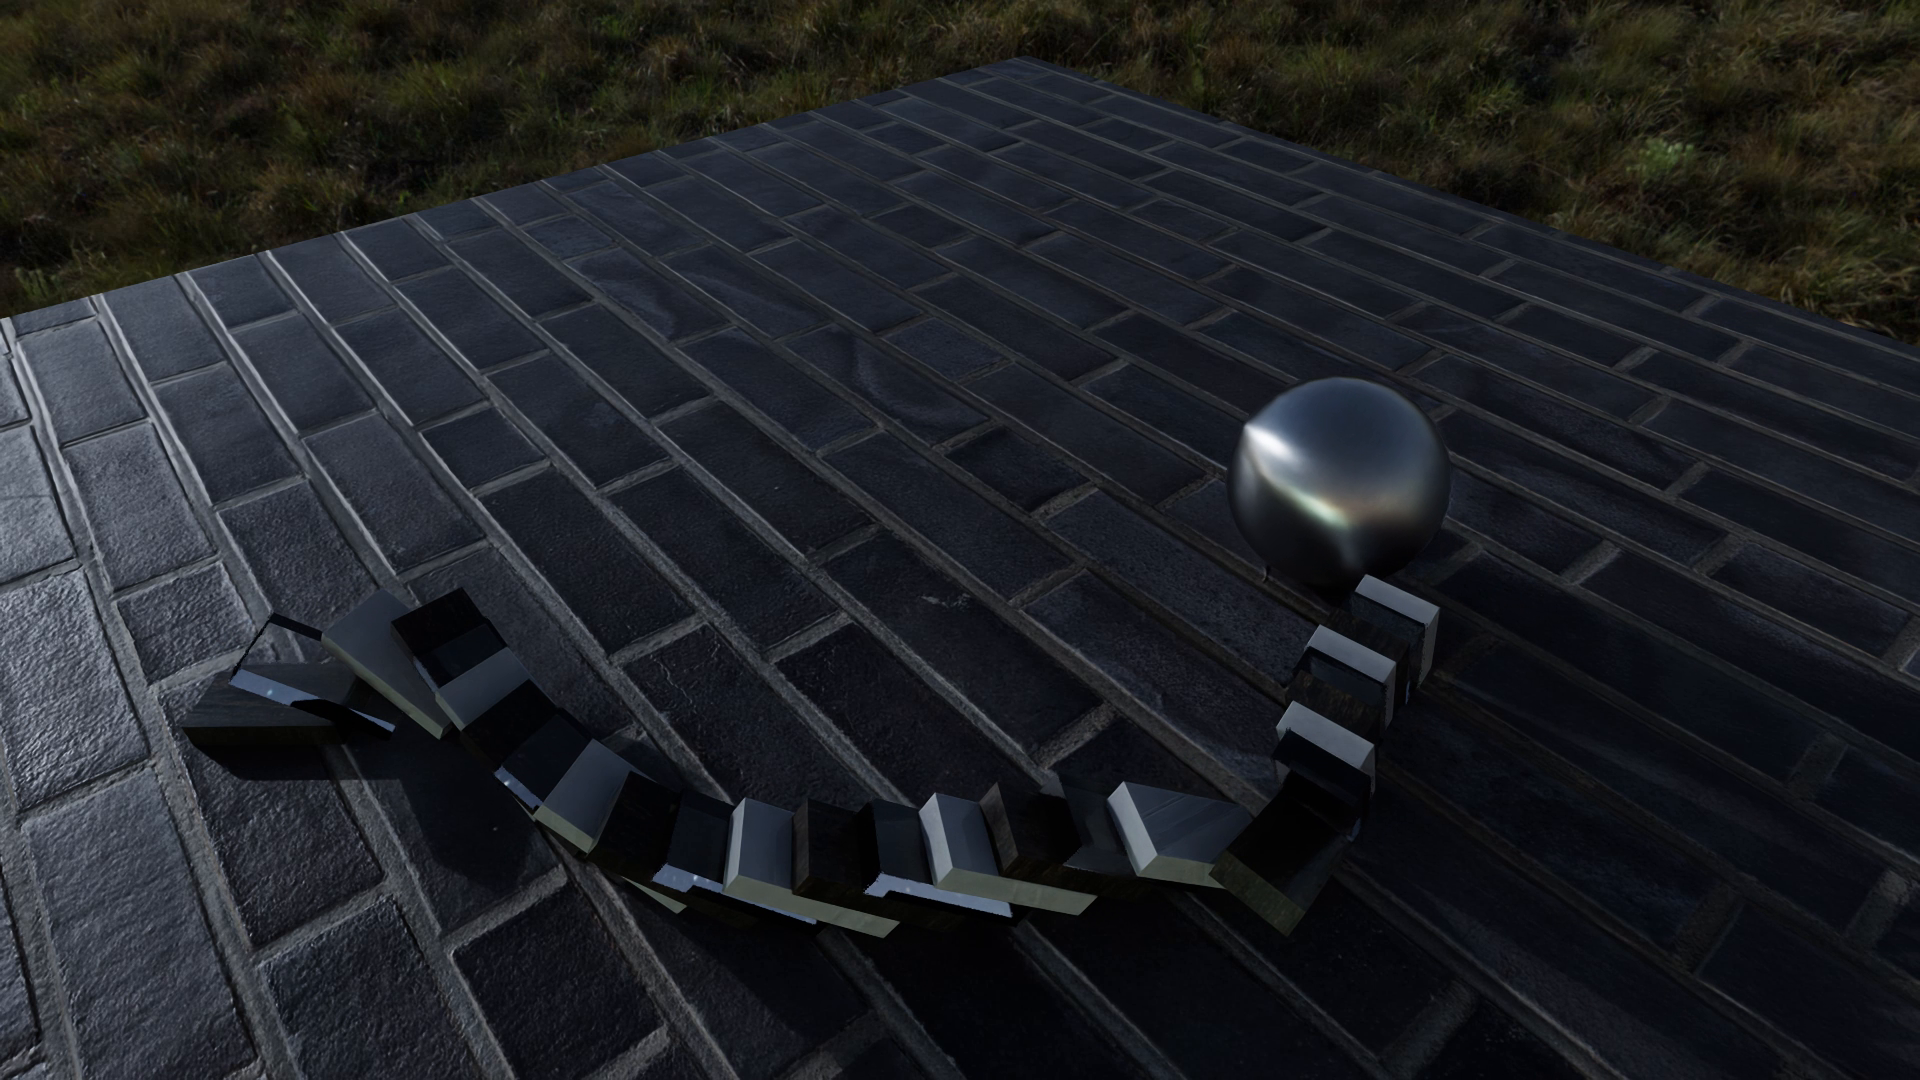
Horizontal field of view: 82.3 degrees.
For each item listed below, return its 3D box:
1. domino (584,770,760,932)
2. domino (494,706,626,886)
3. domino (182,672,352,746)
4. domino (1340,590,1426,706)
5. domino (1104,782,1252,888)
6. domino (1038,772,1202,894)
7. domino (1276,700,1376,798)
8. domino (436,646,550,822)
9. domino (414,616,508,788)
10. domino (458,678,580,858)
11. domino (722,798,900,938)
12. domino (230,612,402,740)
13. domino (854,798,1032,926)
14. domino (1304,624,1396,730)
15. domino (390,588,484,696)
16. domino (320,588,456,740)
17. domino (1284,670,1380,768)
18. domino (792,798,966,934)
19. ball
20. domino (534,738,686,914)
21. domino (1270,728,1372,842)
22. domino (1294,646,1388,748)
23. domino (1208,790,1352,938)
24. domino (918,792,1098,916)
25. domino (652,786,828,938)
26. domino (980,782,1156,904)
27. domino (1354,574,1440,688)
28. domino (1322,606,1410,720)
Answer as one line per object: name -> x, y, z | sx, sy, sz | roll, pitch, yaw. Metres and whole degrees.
domino -> -0.078, 0.089, 0.314 | 0.050, 0.009, 0.025 | 31, 38, -16
domino -> -0.111, 0.077, 0.330 | 0.050, 0.010, 0.025 | 43, 47, -2
domino -> -0.231, 0.057, 0.374 | 0.050, 0.009, 0.025 | 0, 39, -1
domino -> 0.140, 0.037, 0.368 | 0.025, 0.050, 0.009 | 29, 74, 31
domino -> 0.068, 0.086, 0.318 | 0.050, 0.009, 0.025 | 18, 31, -31
domino -> 0.048, 0.085, 0.319 | 0.050, 0.010, 0.025 | 20, 31, -28
domino -> 0.111, 0.066, 0.332 | 0.025, 0.050, 0.009 | 29, 77, 31
domino -> -0.140, 0.061, 0.349 | 0.050, 0.009, 0.025 | 49, 53, 5
domino -> -0.153, 0.052, 0.359 | 0.025, 0.010, 0.050 | -33, 81, -36
domino -> -0.126, 0.070, 0.338 | 0.050, 0.009, 0.025 | 45, 50, 1
domino -> -0.041, 0.093, 0.310 | 0.050, 0.010, 0.025 | 25, 33, -23
domino -> -0.210, 0.046, 0.367 | 0.050, 0.010, 0.025 | 27, 34, -21
domino -> -0.005, 0.091, 0.312 | 0.050, 0.009, 0.025 | 22, 31, -27
domino -> 0.126, 0.047, 0.355 | 0.025, 0.050, 0.010 | 29, 75, 31
domino -> -0.166, 0.043, 0.370 | 0.025, 0.009, 0.050 | -33, 81, -38
domino -> -0.186, 0.042, 0.373 | 0.050, 0.010, 0.025 | 39, 46, -3
domino -> 0.116, 0.059, 0.340 | 0.025, 0.050, 0.009 | 29, 75, 31
domino -> -0.023, 0.092, 0.310 | 0.050, 0.010, 0.025 | 24, 32, -25
ball -> 0.142, -0.022, 0.415 | 0.080, 0.080, 0.080 | 0, 39, 0
domino -> -0.095, 0.083, 0.321 | 0.050, 0.010, 0.025 | 38, 42, -9
domino -> 0.106, 0.073, 0.323 | 0.025, 0.050, 0.009 | 30, 77, 29
domino -> 0.120, 0.053, 0.348 | 0.025, 0.050, 0.009 | 29, 75, 31
domino -> 0.092, 0.091, 0.313 | 0.025, 0.010, 0.050 | 36, 25, 24
domino -> 0.014, 0.090, 0.314 | 0.050, 0.009, 0.025 | 21, 31, -28
domino -> -0.059, 0.091, 0.311 | 0.050, 0.010, 0.025 | 27, 35, -20
domino -> 0.031, 0.087, 0.317 | 0.050, 0.010, 0.025 | 20, 31, -28
domino -> 0.147, 0.032, 0.374 | 0.025, 0.050, 0.009 | 29, 74, 31
domino -> 0.133, 0.042, 0.362 | 0.025, 0.050, 0.010 | 29, 74, 31
